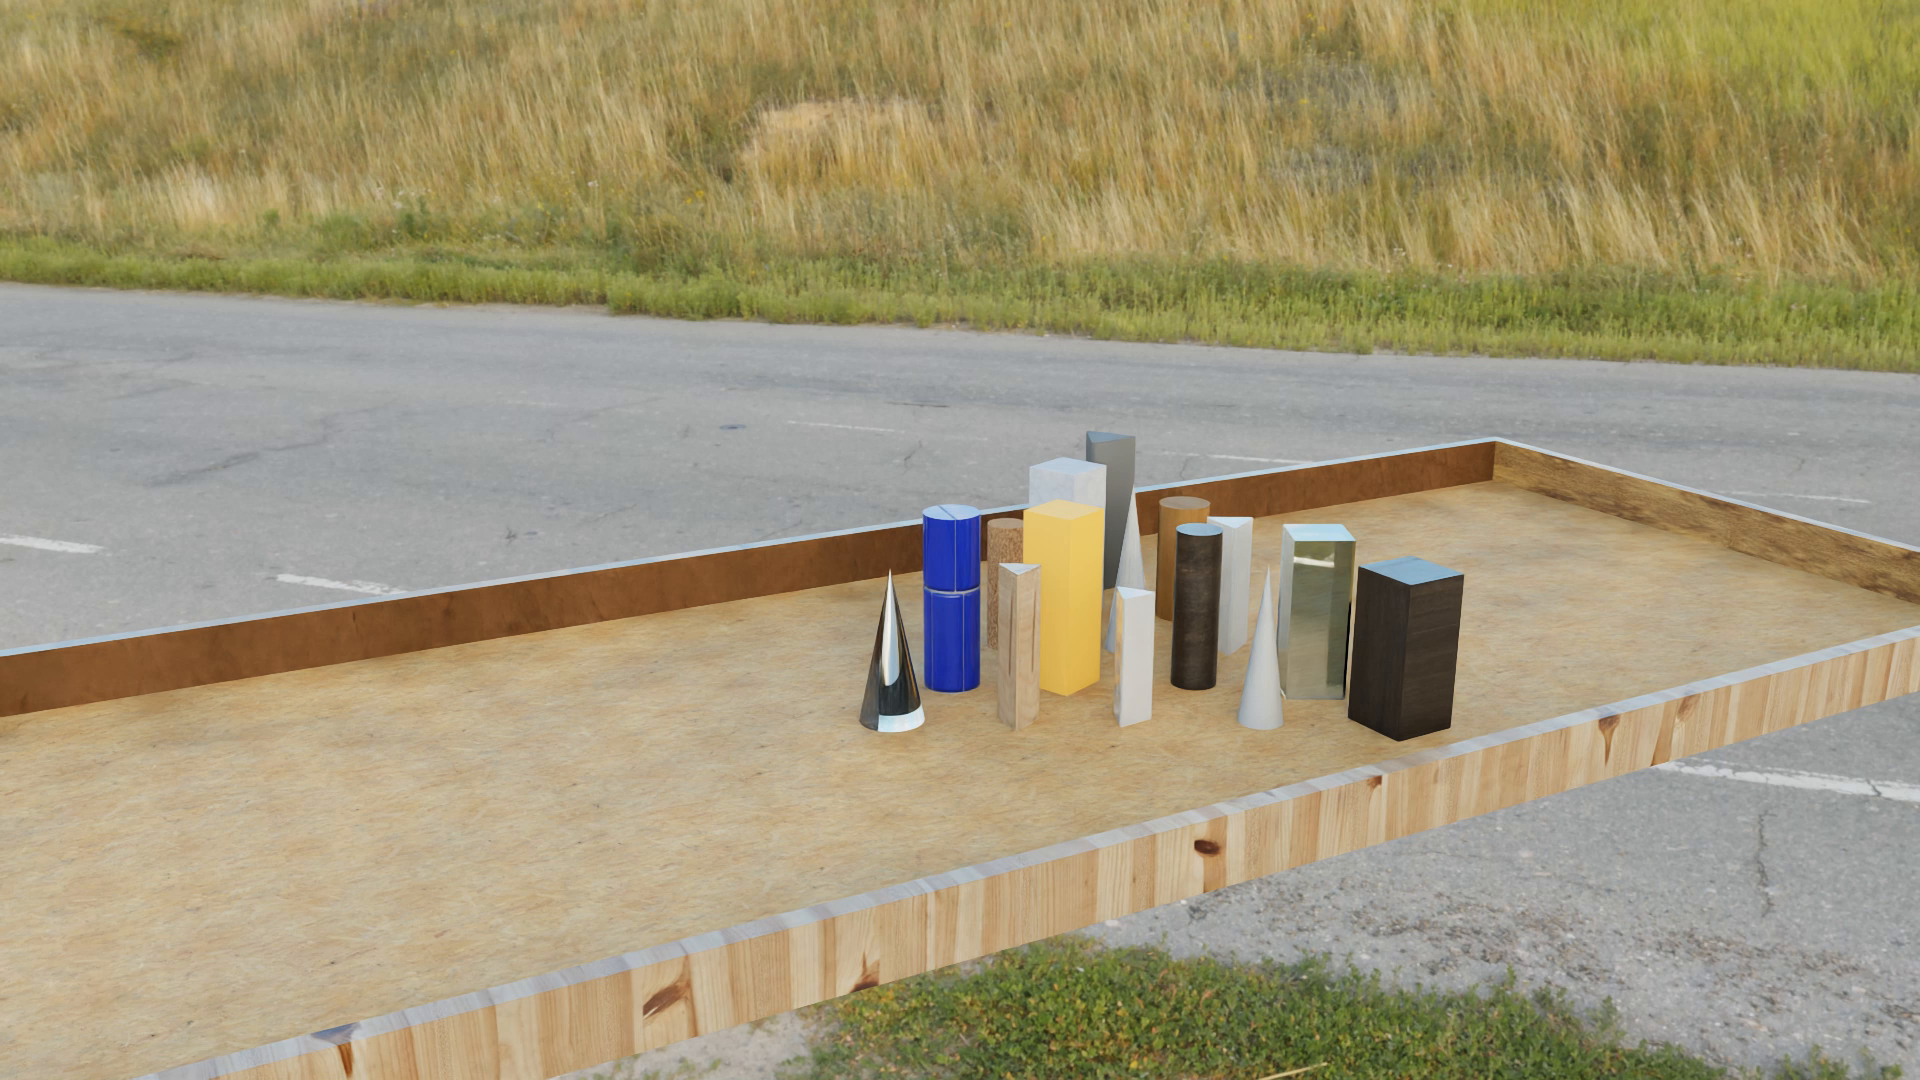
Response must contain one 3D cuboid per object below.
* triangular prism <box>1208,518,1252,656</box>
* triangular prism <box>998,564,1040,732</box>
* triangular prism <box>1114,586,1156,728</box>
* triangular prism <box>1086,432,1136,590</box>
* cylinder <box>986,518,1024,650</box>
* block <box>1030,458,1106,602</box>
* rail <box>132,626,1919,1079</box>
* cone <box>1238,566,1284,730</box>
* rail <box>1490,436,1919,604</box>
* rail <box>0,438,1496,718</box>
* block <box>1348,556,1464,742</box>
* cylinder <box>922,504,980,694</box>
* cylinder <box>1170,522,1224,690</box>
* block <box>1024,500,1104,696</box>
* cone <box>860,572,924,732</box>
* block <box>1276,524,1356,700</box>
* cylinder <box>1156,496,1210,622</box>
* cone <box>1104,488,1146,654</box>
[{"bbox_3d":[0.692,0.114,4.350,0.102,0.348,0.118,10,19,30],"label":"triangular prism"},{"bbox_3d":[0.125,0.244,3.843,0.083,0.383,0.096,11,20,33],"label":"triangular prism"},{"bbox_3d":[0.393,0.270,3.875,0.093,0.316,0.080,-11,19,-32],"label":"triangular prism"},{"bbox_3d":[0.410,-0.090,4.863,0.153,0.449,0.132,-10,19,-31],"label":"triangular prism"},{"bbox_3d":[0.123,0.118,4.358,0.103,0.336,0.103,0,16,0],"label":"cylinder"},{"bbox_3d":[0.299,-0.003,4.621,0.152,0.420,0.152,13,21,38],"label":"block"},{"bbox_3d":[-2.336,1.006,1.665,12.000,0.150,0.050,-9,18,-27],"label":"rail"},{"bbox_3d":[0.710,0.242,3.845,0.109,0.387,0.109,0,16,0],"label":"cone"},{"bbox_3d":[2.466,-0.048,5.253,0.050,0.150,2.100,-9,18,-27],"label":"rail"},{"bbox_3d":[-3.305,0.497,3.399,12.000,0.150,0.050,-9,18,-27],"label":"rail"},{"bbox_3d":[1.034,0.250,3.835,0.167,0.378,0.167,-9,19,-29],"label":"block"},{"bbox_3d":[-0.020,0.145,4.071,0.142,0.445,0.142,0,16,0],"label":"cylinder"},{"bbox_3d":[0.586,0.165,4.084,0.114,0.399,0.114,0,16,0],"label":"cylinder"},{"bbox_3d":[0.253,0.141,4.081,0.139,0.449,0.139,13,21,38],"label":"block"},{"bbox_3d":[-0.161,0.245,3.857,0.156,0.374,0.156,0,16,0],"label":"cone"},{"bbox_3d":[0.867,0.176,4.040,0.145,0.404,0.145,0,16,0],"label":"block"},{"bbox_3d":[0.620,0.053,4.599,0.141,0.324,0.141,0,16,0],"label":"cylinder"},{"bbox_3d":[0.448,0.070,4.321,0.128,0.449,0.128,0,16,0],"label":"cone"}]
